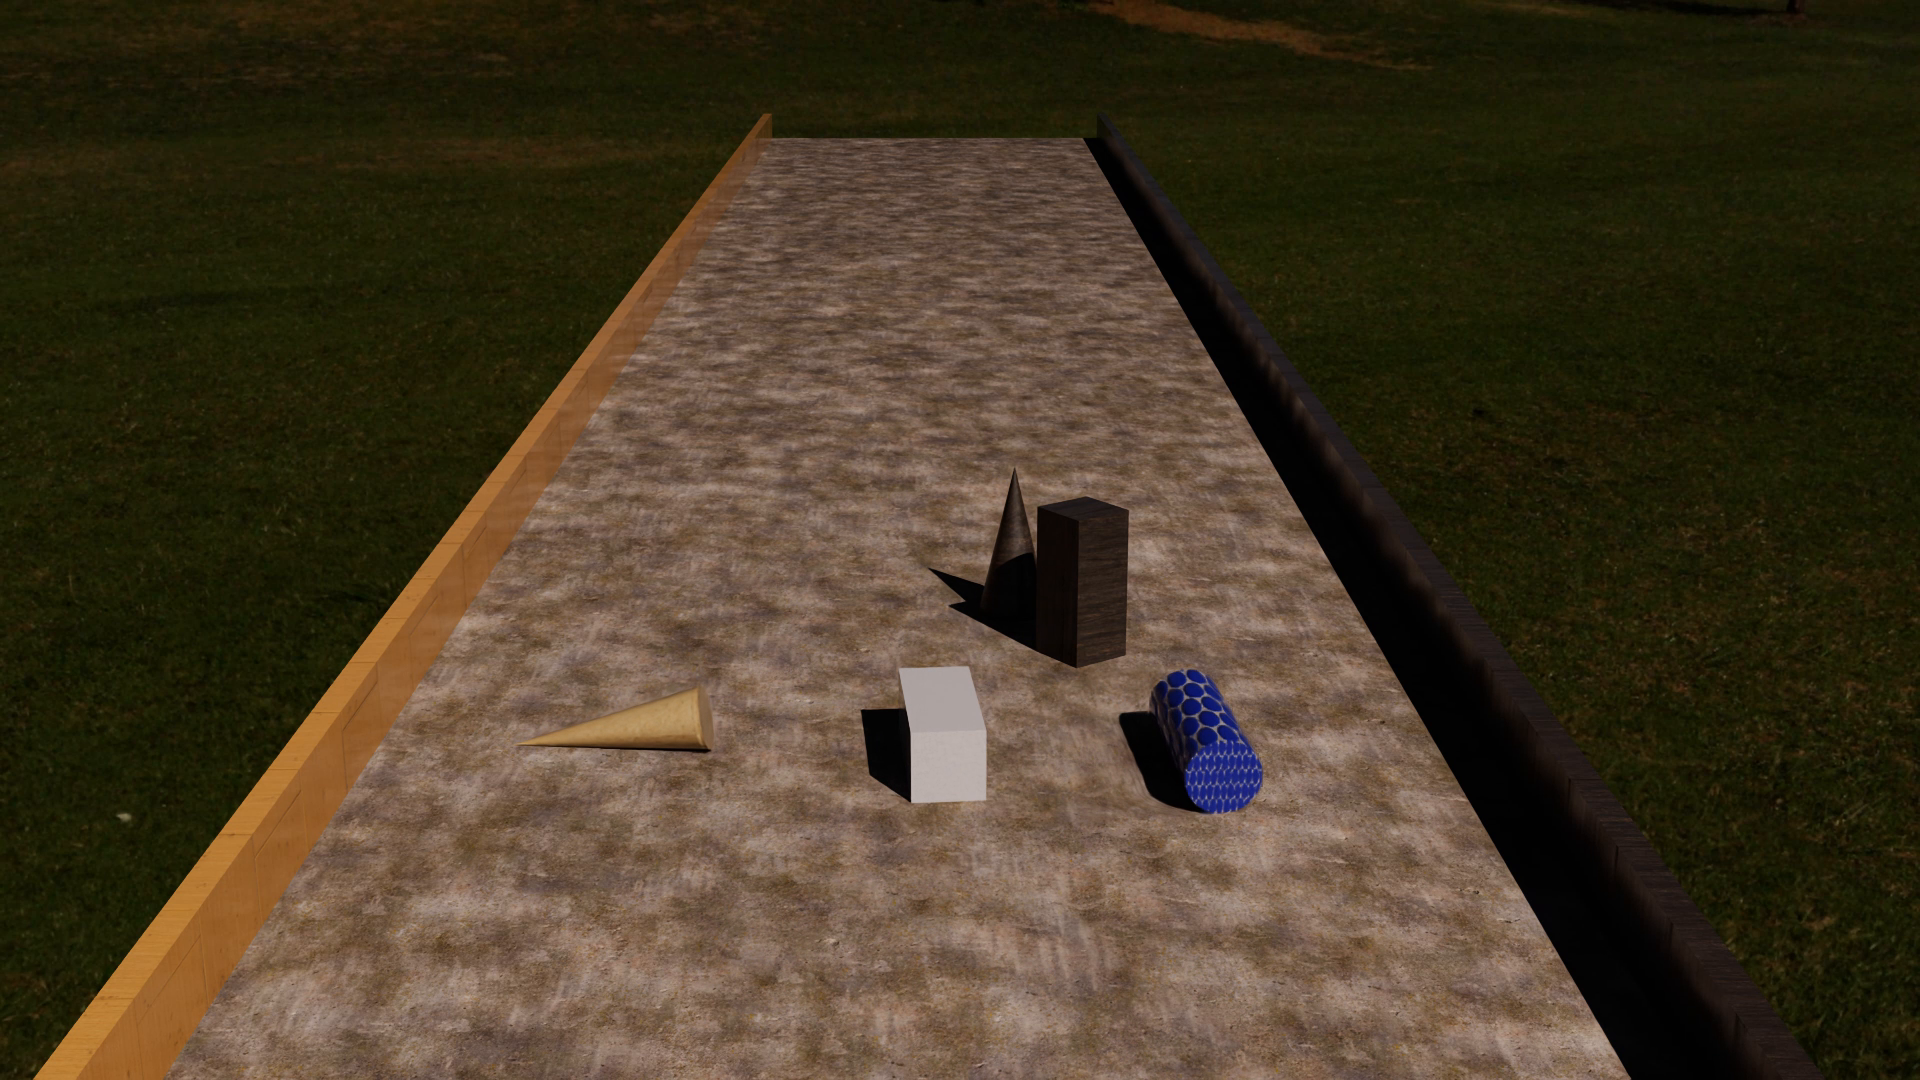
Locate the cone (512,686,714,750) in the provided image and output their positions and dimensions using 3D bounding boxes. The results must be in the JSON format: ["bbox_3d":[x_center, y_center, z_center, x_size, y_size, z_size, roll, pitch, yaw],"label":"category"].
[{"bbox_3d":[-0.634,0.345,3.965,0.360,0.117,0.117,-8,16,4],"label":"cone"}]

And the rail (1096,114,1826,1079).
[{"bbox_3d":[0.932,-0.844,7.801,0.050,0.150,12.000,0,17,-1],"label":"rail"}]

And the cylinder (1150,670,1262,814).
[{"bbox_3d":[0.424,0.346,3.831,0.131,0.131,0.348,-1,17,-5],"label":"cylinder"}]

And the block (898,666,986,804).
[{"bbox_3d":[-0.034,0.338,3.866,0.128,0.128,0.319,-1,17,-5],"label":"block"}]

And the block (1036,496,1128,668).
[{"bbox_3d":[0.244,0.083,4.412,0.129,0.305,0.129,-12,20,-35],"label":"block"}]

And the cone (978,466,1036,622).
[{"bbox_3d":[0.115,-0.003,4.673,0.151,0.321,0.151,0,17,0],"label":"cone"}]

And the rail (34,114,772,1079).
[{"bbox_3d":[-1.118,-0.838,7.780,0.050,0.150,12.000,0,17,-1],"label":"rail"}]
